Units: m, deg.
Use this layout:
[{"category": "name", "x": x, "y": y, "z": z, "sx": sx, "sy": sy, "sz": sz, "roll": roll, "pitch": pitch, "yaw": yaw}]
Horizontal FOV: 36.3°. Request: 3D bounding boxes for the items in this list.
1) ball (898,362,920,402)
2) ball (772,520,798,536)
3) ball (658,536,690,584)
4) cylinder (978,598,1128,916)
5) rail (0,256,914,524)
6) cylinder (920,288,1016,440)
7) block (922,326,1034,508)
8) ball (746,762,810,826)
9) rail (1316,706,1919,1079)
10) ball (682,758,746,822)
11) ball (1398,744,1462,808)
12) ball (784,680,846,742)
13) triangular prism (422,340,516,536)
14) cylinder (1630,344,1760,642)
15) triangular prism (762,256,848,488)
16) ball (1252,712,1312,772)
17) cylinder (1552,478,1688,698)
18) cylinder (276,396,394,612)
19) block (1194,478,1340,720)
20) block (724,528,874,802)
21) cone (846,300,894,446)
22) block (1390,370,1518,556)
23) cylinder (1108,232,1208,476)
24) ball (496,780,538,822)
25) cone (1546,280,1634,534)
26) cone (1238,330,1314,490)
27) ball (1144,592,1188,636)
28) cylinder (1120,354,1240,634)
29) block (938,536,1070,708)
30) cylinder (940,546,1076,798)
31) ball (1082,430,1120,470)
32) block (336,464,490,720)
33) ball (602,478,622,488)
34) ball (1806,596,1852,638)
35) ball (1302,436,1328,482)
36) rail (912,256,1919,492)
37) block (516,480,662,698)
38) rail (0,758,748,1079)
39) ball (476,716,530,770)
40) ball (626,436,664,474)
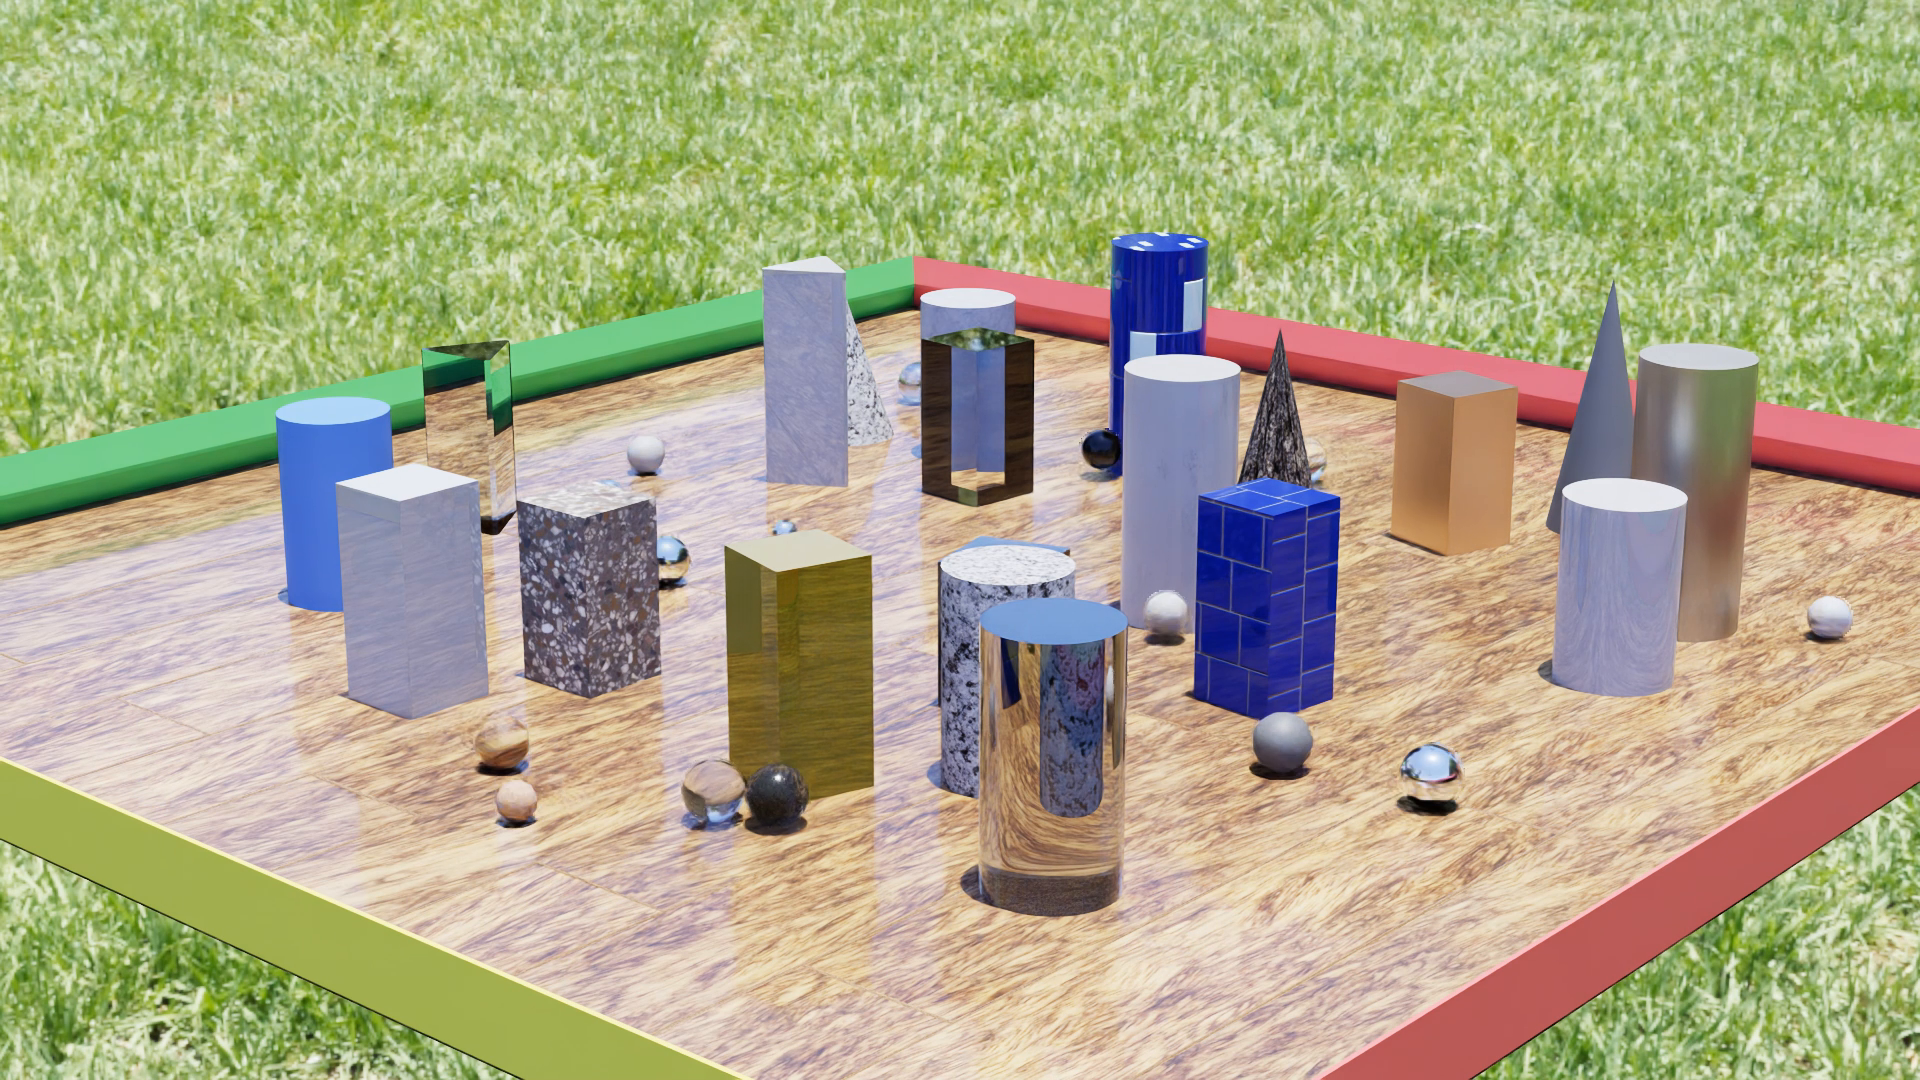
[{"category": "ball", "x": -0.093, "y": -0.346, "z": 6.439, "sx": 0.088, "sy": 0.088, "sz": 0.088, "roll": 0, "pitch": 17, "yaw": 0}, {"category": "ball", "x": -0.323, "y": -0.012, "z": 5.403, "sx": 0.048, "sy": 0.048, "sz": 0.048, "roll": 0, "pitch": 17, "yaw": 0}, {"category": "ball", "x": -0.519, "y": 0.036, "z": 5.180, "sx": 0.086, "sy": 0.086, "sz": 0.086, "roll": 0, "pitch": 17, "yaw": 0}, {"category": "cylinder", "x": 0.122, "y": 0.284, "z": 3.857, "sx": 0.193, "sy": 0.375, "sz": 0.193, "roll": 0, "pitch": 17, "yaw": 0}, {"category": "rail", "x": -1.227, "y": -0.276, "z": 6.140, "sx": 0.045, "sy": 0.126, "sz": 3.436, "roll": 14, "pitch": 22, "yaw": 39}, {"category": "cylinder", "x": 0.016, "y": -0.335, "z": 5.993, "sx": 0.193, "sy": 0.326, "sz": 0.193, "roll": 0, "pitch": 17, "yaw": 0}, {"category": "block", "x": 0.035, "y": -0.241, "z": 5.712, "sx": 0.155, "sy": 0.308, "sz": 0.155, "roll": -15, "pitch": 23, "yaw": -41}, {"category": "ball", "x": -0.256, "y": 0.357, "z": 4.107, "sx": 0.089, "sy": 0.089, "sz": 0.089, "roll": 0, "pitch": 17, "yaw": 0}, {"category": "rail", "x": 1.227, "y": 0.339, "z": 4.100, "sx": 0.045, "sy": 0.126, "sz": 3.436, "roll": 14, "pitch": 22, "yaw": 39}, {"category": "ball", "x": -0.347, "y": 0.352, "z": 4.123, "sx": 0.089, "sy": 0.089, "sz": 0.089, "roll": 0, "pitch": 17, "yaw": 0}, {"category": "ball", "x": 0.670, "y": 0.336, "z": 4.177, "sx": 0.090, "sy": 0.090, "sz": 0.090, "roll": 0, "pitch": 17, "yaw": 0}, {"category": "ball", "x": -0.219, "y": 0.259, "z": 4.430, "sx": 0.092, "sy": 0.092, "sz": 0.092, "roll": 0, "pitch": 17, "yaw": 0}, {"category": "triangular prism", "x": -0.895, "y": -0.200, "z": 5.529, "sx": 0.167, "sy": 0.335, "sz": 0.145, "roll": 11, "pitch": 20, "yaw": 33}, {"category": "cylinder", "x": 1.219, "y": -0.080, "z": 4.905, "sx": 0.193, "sy": 0.466, "sz": 0.193, "roll": 0, "pitch": 17, "yaw": 0}, {"category": "triangular prism", "x": -0.287, "y": -0.337, "z": 5.815, "sx": 0.167, "sy": 0.431, "sz": 0.145, "roll": 4, "pitch": 17, "yaw": 13}, {"category": "ball", "x": 0.474, "y": 0.297, "z": 4.309, "sx": 0.089, "sy": 0.089, "sz": 0.089, "roll": 0, "pitch": 17, "yaw": 0}, {"category": "cylinder", "x": 1.049, "y": 0.074, "z": 4.673, "sx": 0.193, "sy": 0.304, "sz": 0.193, "roll": 0, "pitch": 17, "yaw": 0}, {"category": "cylinder", "x": -1.076, "y": -0.063, "z": 5.080, "sx": 0.193, "sy": 0.332, "sz": 0.193, "roll": 0, "pitch": 17, "yaw": 0}, {"category": "block", "x": 0.478, "y": 0.090, "z": 4.572, "sx": 0.155, "sy": 0.331, "sz": 0.155, "roll": -15, "pitch": 22, "yaw": -40}, {"category": "block", "x": -0.231, "y": 0.182, "z": 4.232, "sx": 0.155, "sy": 0.352, "sz": 0.155, "roll": -10, "pitch": 20, "yaw": -31}, {"category": "cone", "x": -0.236, "y": -0.363, "z": 6.143, "sx": 0.193, "sy": 0.292, "sz": 0.193, "roll": 0, "pitch": 17, "yaw": 0}, {"category": "block", "x": 0.910, "y": -0.143, "z": 5.403, "sx": 0.155, "sy": 0.298, "sz": 0.155, "roll": -11, "pitch": 20, "yaw": -31}, {"category": "cylinder", "x": 0.396, "y": -0.368, "z": 5.867, "sx": 0.193, "sy": 0.462, "sz": 0.193, "roll": 0, "pitch": 17, "yaw": 0}, {"category": "ball", "x": -0.624, "y": 0.368, "z": 4.126, "sx": 0.059, "sy": 0.059, "sz": 0.059, "roll": 0, "pitch": 17, "yaw": 0}, {"category": "cone", "x": 1.203, "y": -0.254, "z": 5.460, "sx": 0.193, "sy": 0.478, "sz": 0.193, "roll": 0, "pitch": 17, "yaw": 0}, {"category": "cone", "x": 0.577, "y": -0.185, "z": 5.344, "sx": 0.193, "sy": 0.414, "sz": 0.193, "roll": 0, "pitch": 17, "yaw": 0}, {"category": "ball", "x": 0.343, "y": 0.123, "z": 4.878, "sx": 0.073, "sy": 0.073, "sz": 0.073, "roll": 0, "pitch": 17, "yaw": 0}, {"category": "cylinder", "x": 0.371, "y": -0.079, "z": 4.953, "sx": 0.193, "sy": 0.436, "sz": 0.193, "roll": 0, "pitch": 17, "yaw": 0}, {"category": "block", "x": 0.069, "y": 0.137, "z": 4.579, "sx": 0.155, "sy": 0.239, "sz": 0.155, "roll": 8, "pitch": 19, "yaw": 25}, {"category": "cylinder", "x": 0.069, "y": 0.191, "z": 4.247, "sx": 0.193, "sy": 0.326, "sz": 0.193, "roll": 0, "pitch": 17, "yaw": 0}, {"category": "ball", "x": 0.281, "y": -0.180, "z": 5.847, "sx": 0.079, "sy": 0.079, "sz": 0.079, "roll": 0, "pitch": 17, "yaw": 0}, {"category": "block", "x": -0.854, "y": 0.078, "z": 4.577, "sx": 0.155, "sy": 0.352, "sz": 0.155, "roll": 14, "pitch": 22, "yaw": 39}, {"category": "ball", "x": -0.679, "y": -0.094, "z": 5.674, "sx": 0.048, "sy": 0.048, "sz": 0.048, "roll": 0, "pitch": 17, "yaw": 0}, {"category": "ball", "x": 1.451, "y": 0.129, "z": 4.894, "sx": 0.071, "sy": 0.071, "sz": 0.071, "roll": 0, "pitch": 17, "yaw": 0}, {"category": "ball", "x": 0.680, "y": -0.159, "z": 5.806, "sx": 0.095, "sy": 0.095, "sz": 0.095, "roll": 0, "pitch": 17, "yaw": 0}, {"category": "rail", "x": 1.111, "y": -0.338, "z": 6.345, "sx": 3.298, "sy": 0.126, "sz": 0.045, "roll": 14, "pitch": 22, "yaw": 39}, {"category": "block", "x": -0.590, "y": 0.077, "z": 4.677, "sx": 0.155, "sy": 0.297, "sz": 0.155, "roll": 14, "pitch": 22, "yaw": 39}, {"category": "rail", "x": -1.111, "y": 0.401, "z": 3.895, "sx": 3.298, "sy": 0.126, "sz": 0.045, "roll": 14, "pitch": 22, "yaw": 39}, {"category": "ball", "x": -0.674, "y": 0.298, "z": 4.320, "sx": 0.079, "sy": 0.079, "sz": 0.079, "roll": 0, "pitch": 17, "yaw": 0}, {"category": "ball", "x": -0.631, "y": -0.172, "z": 5.885, "sx": 0.076, "sy": 0.076, "sz": 0.076, "roll": 0, "pitch": 17, "yaw": 0}]
